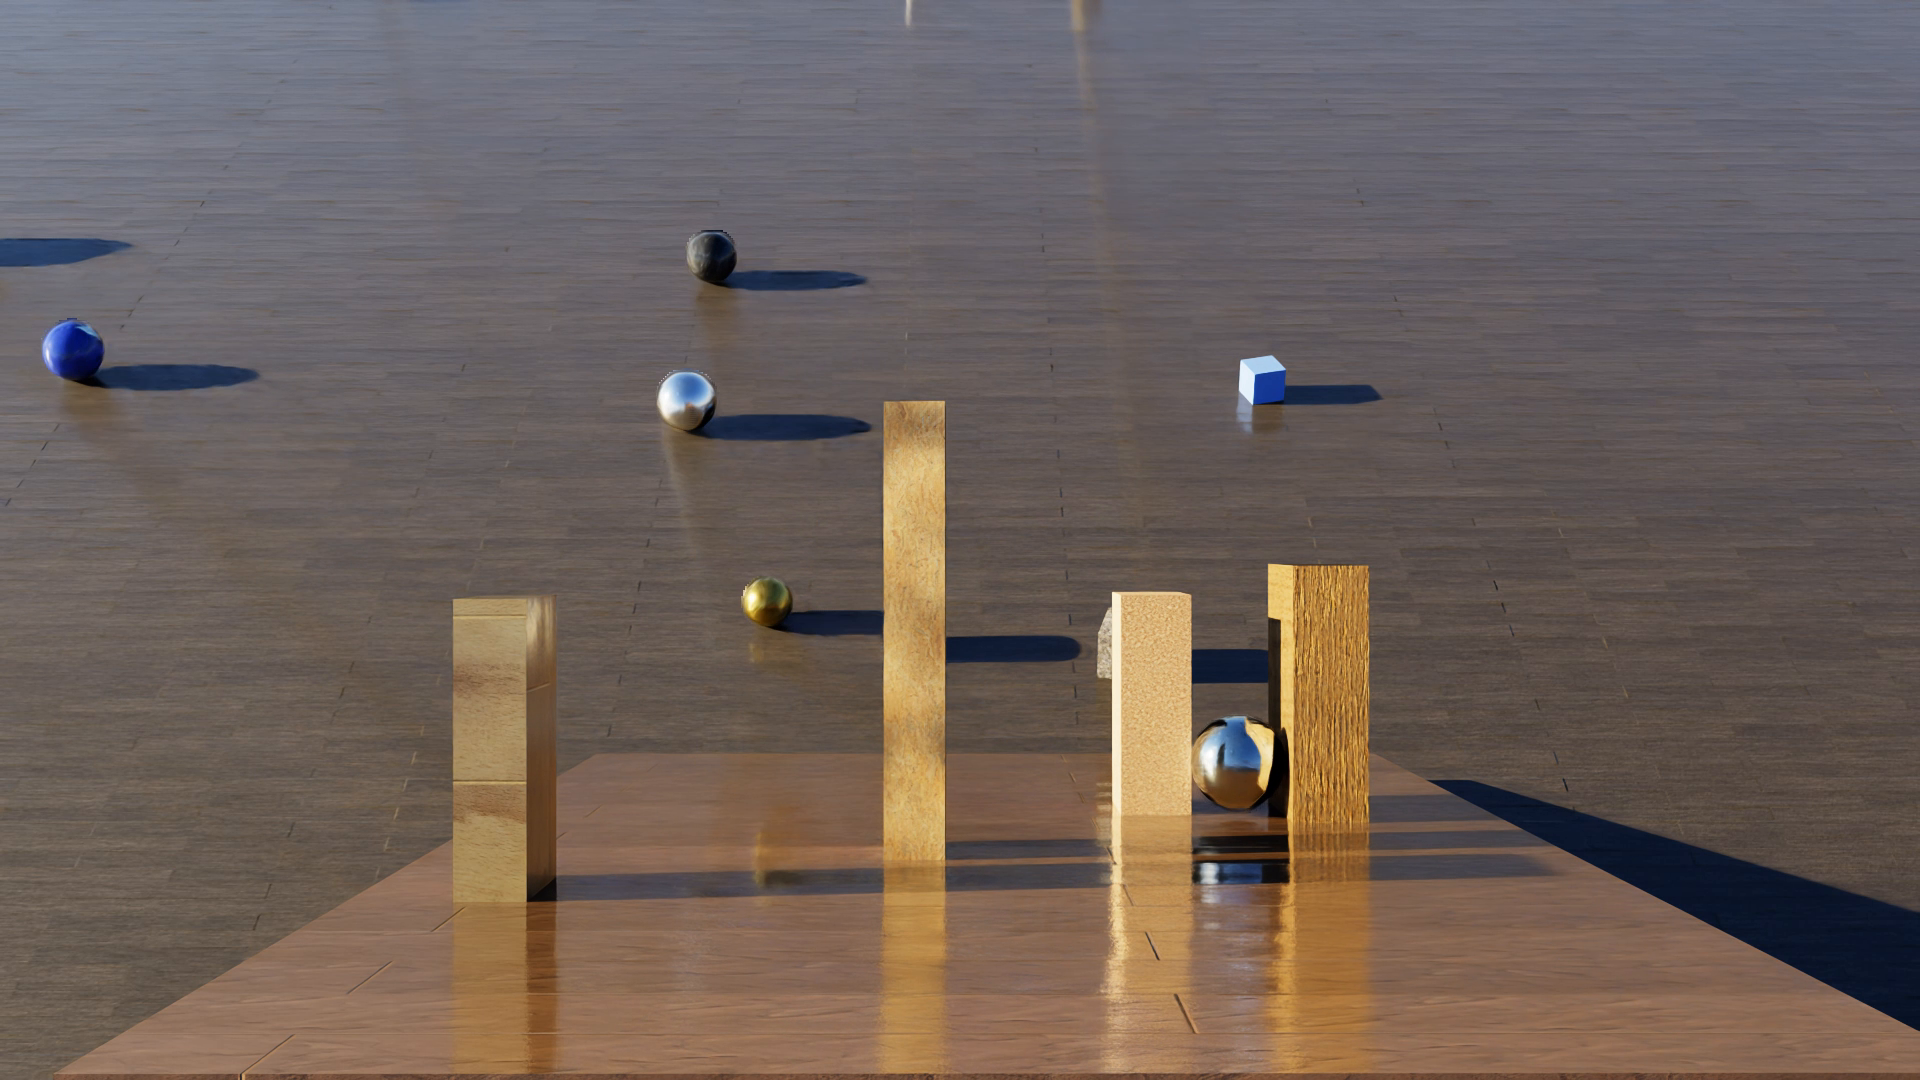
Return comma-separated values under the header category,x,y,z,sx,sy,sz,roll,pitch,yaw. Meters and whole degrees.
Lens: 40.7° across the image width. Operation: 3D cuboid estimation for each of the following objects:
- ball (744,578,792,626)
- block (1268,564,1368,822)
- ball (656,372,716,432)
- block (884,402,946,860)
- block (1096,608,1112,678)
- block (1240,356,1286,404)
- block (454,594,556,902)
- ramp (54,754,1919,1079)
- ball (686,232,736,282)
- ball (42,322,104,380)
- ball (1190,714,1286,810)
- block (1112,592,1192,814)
category,x,y,z,sx,sy,sz,roll,pitch,yaw
ball,-0.544,0.176,7.337,0.141,0.141,0.141,0,30,0
block,0.720,0.299,5.220,0.147,0.499,0.402,0,0,0
ball,-0.884,-0.448,8.362,0.195,0.195,0.195,0,30,0
block,-0.078,0.155,4.560,0.105,0.787,0.246,0,0,0
block,0.463,0.291,7.137,0.141,0.141,0.141,7,31,12
block,1.003,-0.531,8.587,0.112,0.112,0.112,-9,31,-16
block,-0.713,0.319,4.068,0.111,0.460,0.293,0,0,0
ramp,0.067,0.599,4.658,2.000,0.100,4.000,0,0,0
ball,-0.900,-1.023,9.368,0.184,0.184,0.184,0,30,0
ball,-2.975,-0.634,8.680,0.199,0.199,0.199,0,30,0
ball,0.552,0.442,5.147,0.187,0.187,0.187,0,30,0
block,0.392,0.329,5.313,0.141,0.439,0.281,0,0,0
